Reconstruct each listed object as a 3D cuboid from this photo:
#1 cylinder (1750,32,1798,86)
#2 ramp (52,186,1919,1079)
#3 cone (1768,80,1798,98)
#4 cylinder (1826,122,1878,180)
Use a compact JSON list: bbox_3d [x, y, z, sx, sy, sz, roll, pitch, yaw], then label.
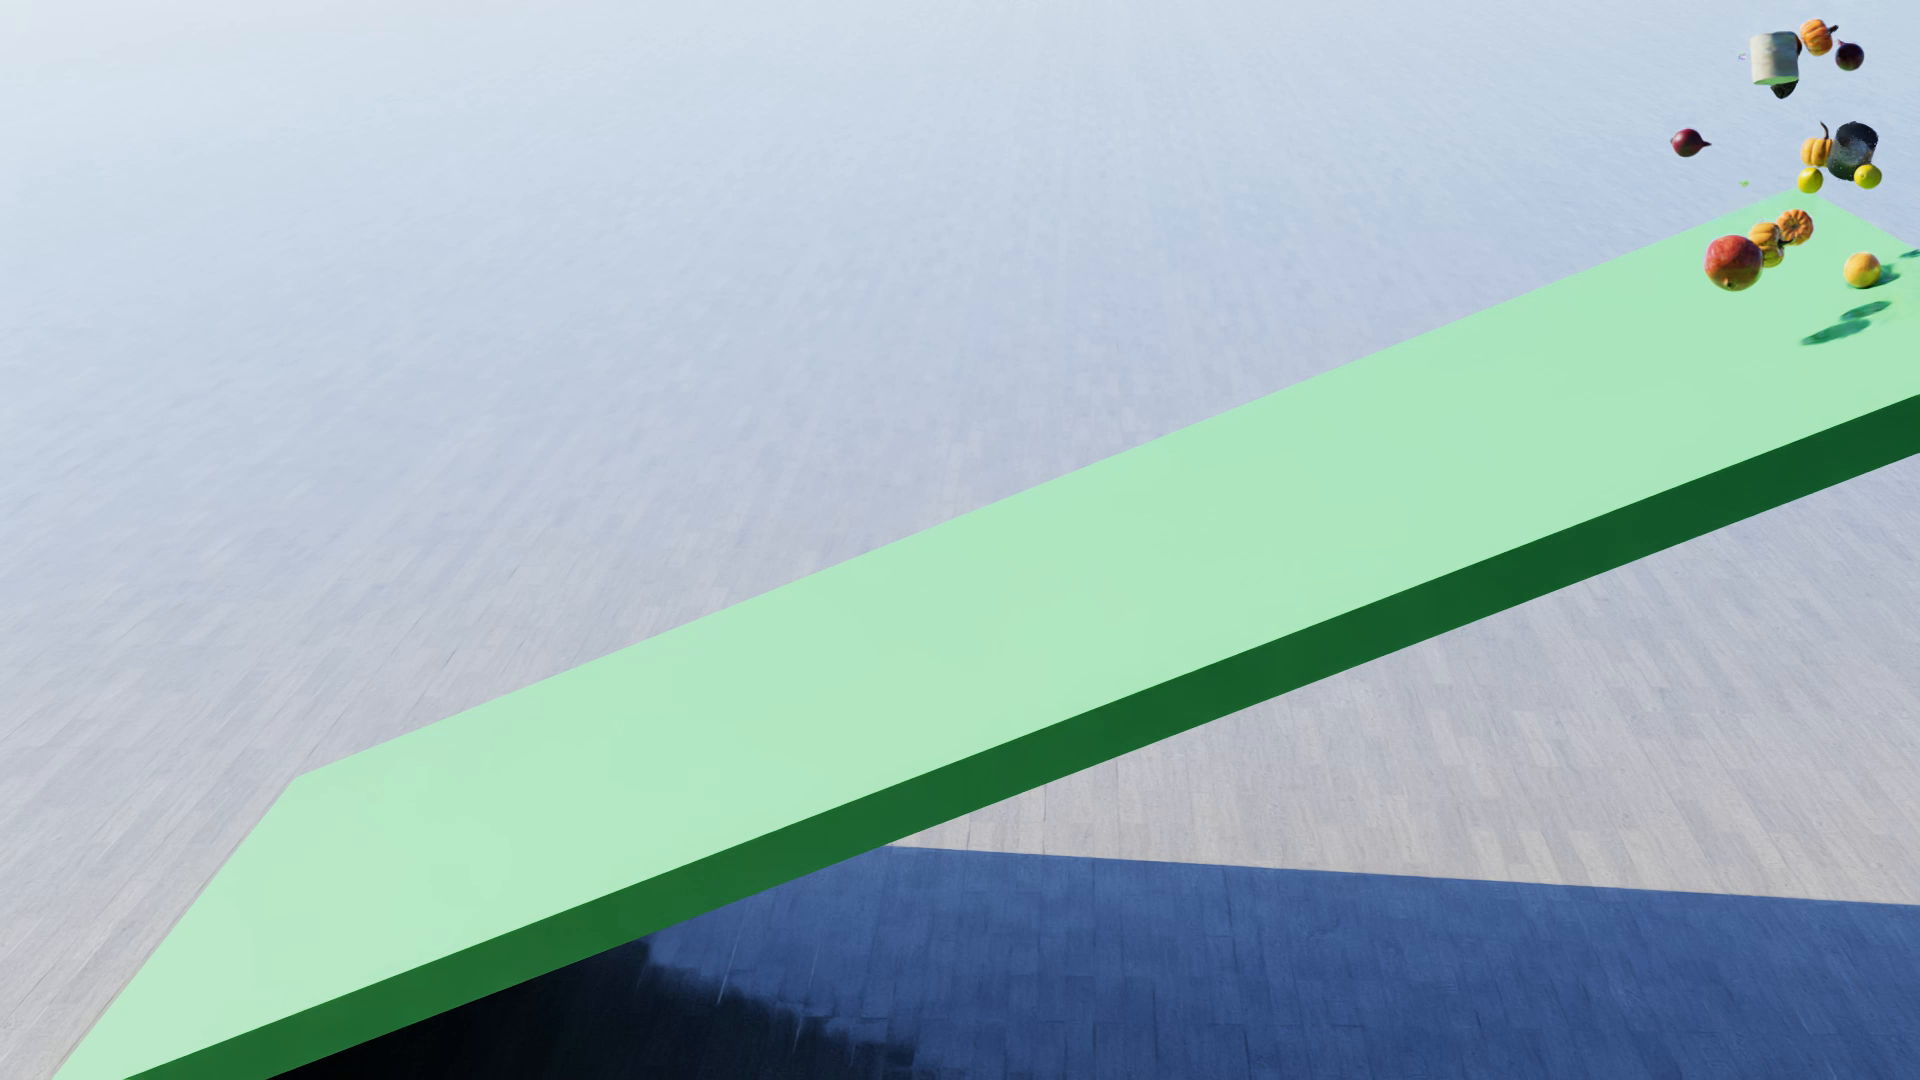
[{"bbox_3d":[1.574,-0.930,5.684,0.086,0.086,0.086,-4,-2,0],"label":"cylinder"},{"bbox_3d":[0.126,0.172,6.288,4.000,0.100,2.000,-21,12,8],"label":"ramp"},{"bbox_3d":[1.660,-0.944,6.002,0.069,0.069,0.069,-9,29,-33],"label":"cone"},{"bbox_3d":[1.795,-0.782,5.918,0.083,0.083,0.083,0,55,0],"label":"cylinder"}]
